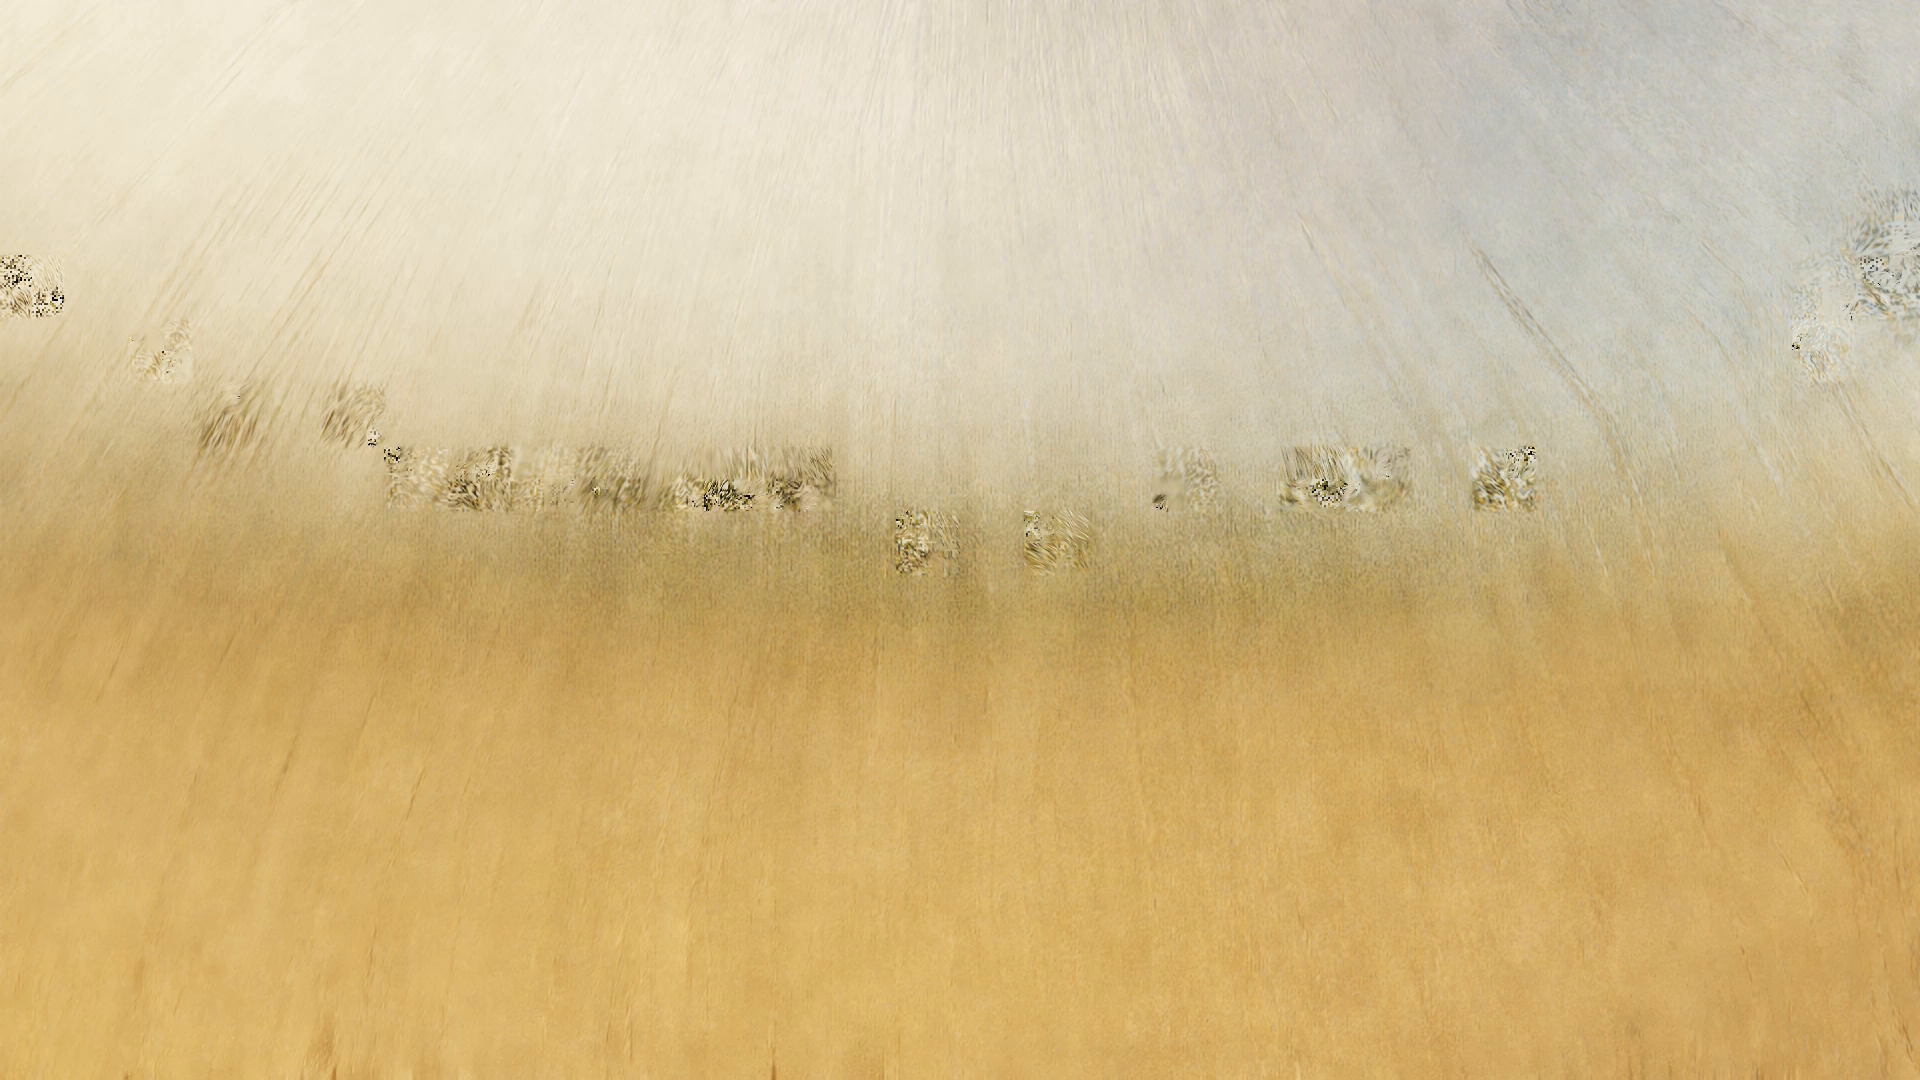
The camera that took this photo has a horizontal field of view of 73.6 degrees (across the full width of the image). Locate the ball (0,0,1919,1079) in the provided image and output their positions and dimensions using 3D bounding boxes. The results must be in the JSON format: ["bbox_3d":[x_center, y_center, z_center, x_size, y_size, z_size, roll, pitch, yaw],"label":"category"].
[{"bbox_3d":[0.000,-0.002,0.056,0.080,0.080,0.080,0,4,0],"label":"ball"}]
